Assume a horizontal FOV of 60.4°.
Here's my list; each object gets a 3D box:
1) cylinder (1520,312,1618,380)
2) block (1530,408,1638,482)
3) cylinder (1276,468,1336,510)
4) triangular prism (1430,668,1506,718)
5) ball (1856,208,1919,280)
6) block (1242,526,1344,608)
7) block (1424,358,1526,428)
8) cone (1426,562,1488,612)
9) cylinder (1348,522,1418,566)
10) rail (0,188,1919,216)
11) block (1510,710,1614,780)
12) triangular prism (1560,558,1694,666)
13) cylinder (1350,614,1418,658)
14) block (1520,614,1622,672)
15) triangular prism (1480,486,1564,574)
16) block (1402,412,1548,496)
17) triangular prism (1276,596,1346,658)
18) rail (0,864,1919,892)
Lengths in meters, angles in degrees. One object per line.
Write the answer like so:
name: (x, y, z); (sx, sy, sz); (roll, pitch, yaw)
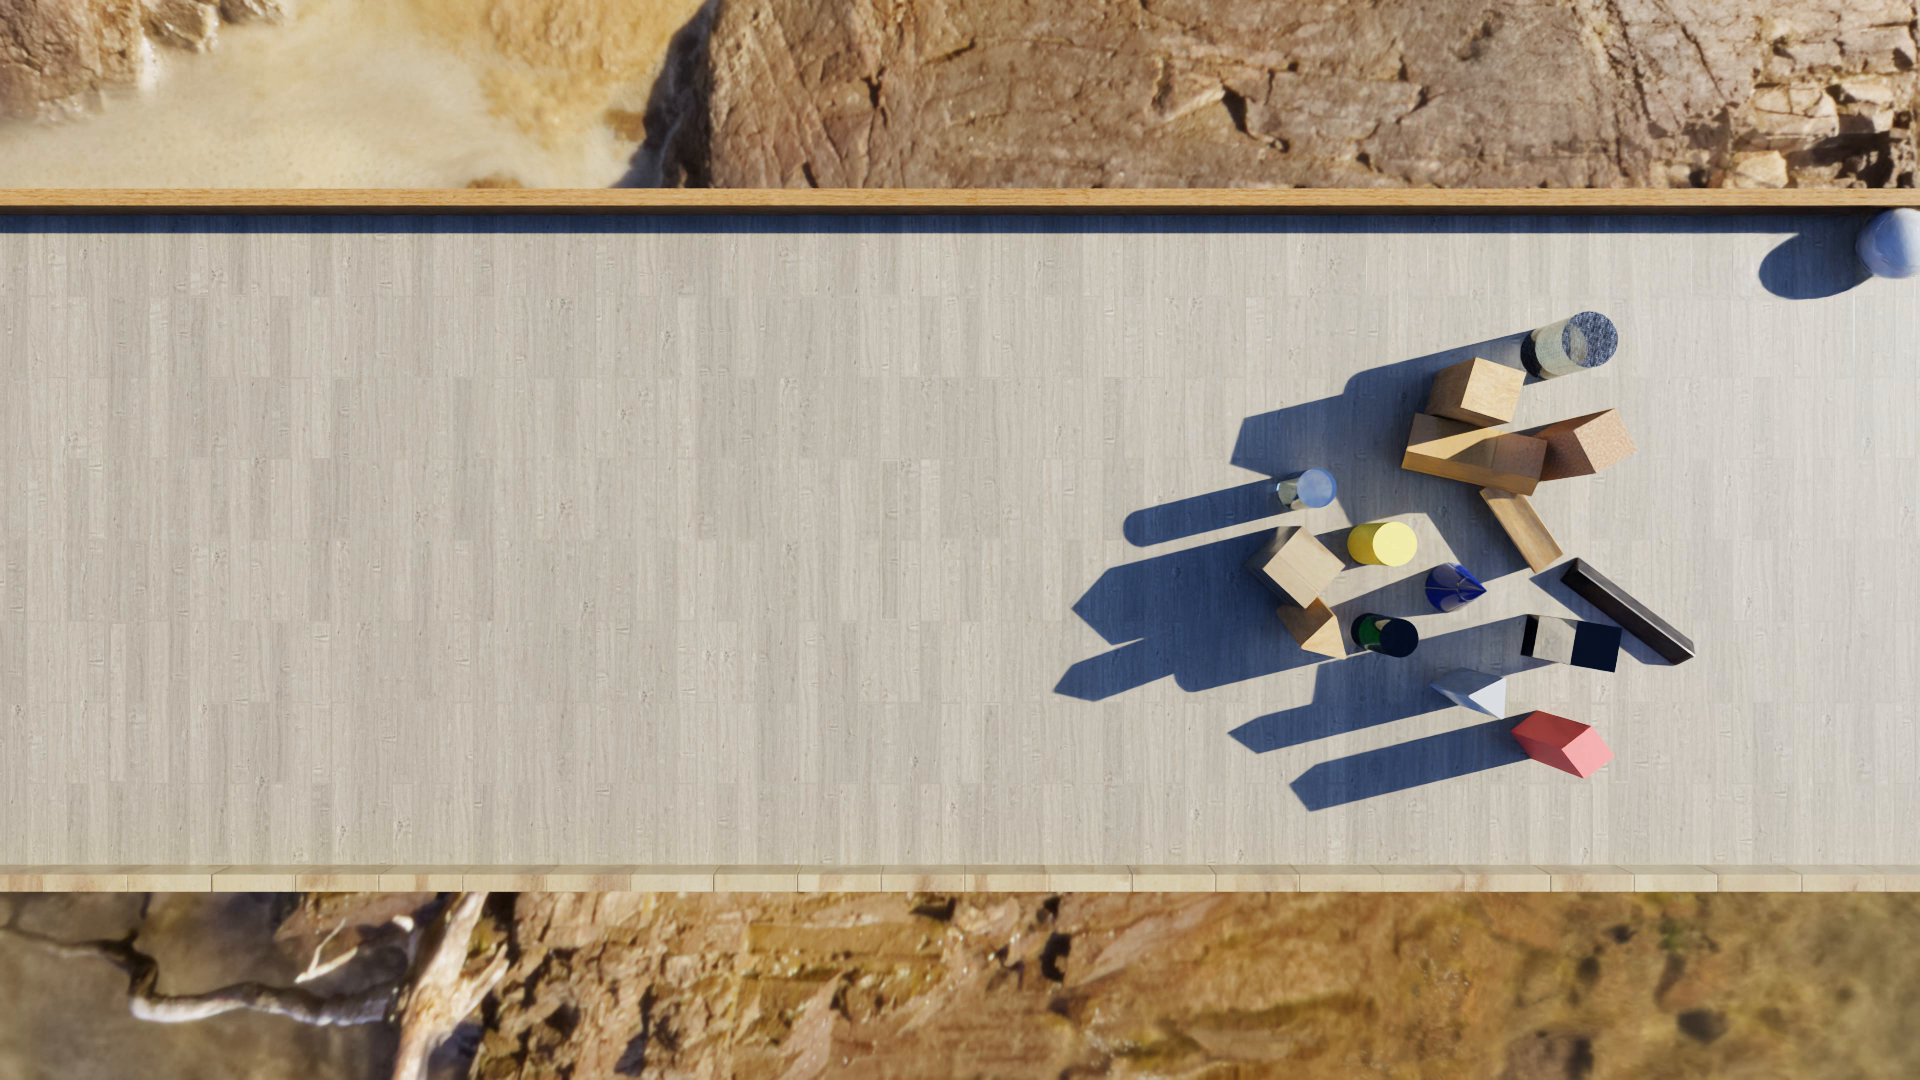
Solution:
cylinder: (1.805, -0.575, 4.902); (0.162, 0.349, 0.162); (0, 90, 0)
block: (1.828, -0.278, 4.883); (0.138, 0.380, 0.138); (-28, 90, -3)
cylinder: (1.033, -0.150, 4.925); (0.116, 0.304, 0.116); (0, 90, 0)
triangular prism: (1.520, 0.434, 4.877); (0.115, 0.398, 0.100); (34, 90, 0)
ball: (2.821, -0.893, 4.970); (0.213, 0.213, 0.213); (0, 90, 0)
block: (0.987, 0.078, 4.907); (0.169, 0.337, 0.169); (43, 90, 0)
block: (1.519, -0.428, 4.886); (0.149, 0.382, 0.149); (17, 90, 0)
cone: (1.508, 0.146, 4.896); (0.154, 0.361, 0.154); (0, 90, 0)
cylinder: (1.256, 0.012, 4.918); (0.128, 0.317, 0.128); (0, 90, 0)
rail: (-2.247, -1.025, 5.002); (12.000, 0.150, 0.050); (0, 90, 0)
block: (1.767, 0.598, 4.858); (0.107, 0.437, 0.107); (-38, 90, 0)
triangular prism: (2.050, 0.220, 5.036); (0.439, 0.078, 0.090); (37, 90, 0)
cylinder: (1.259, 0.281, 4.902); (0.112, 0.348, 0.112); (0, 90, 0)
block: (1.799, 0.301, 4.870); (0.129, 0.412, 0.129); (10, 90, 0)
triangular prism: (1.685, -0.044, 5.006); (0.094, 0.108, 0.301); (-34, 90, -35)
block: (1.542, -0.257, 4.953); (0.388, 0.129, 0.129); (14, 72, 13)
triangular prism: (1.042, 0.226, 4.850); (0.130, 0.436, 0.112); (14, 101, -2)
rail: (-2.247, 1.025, 5.001); (12.000, 0.150, 0.050); (0, 90, 0)
